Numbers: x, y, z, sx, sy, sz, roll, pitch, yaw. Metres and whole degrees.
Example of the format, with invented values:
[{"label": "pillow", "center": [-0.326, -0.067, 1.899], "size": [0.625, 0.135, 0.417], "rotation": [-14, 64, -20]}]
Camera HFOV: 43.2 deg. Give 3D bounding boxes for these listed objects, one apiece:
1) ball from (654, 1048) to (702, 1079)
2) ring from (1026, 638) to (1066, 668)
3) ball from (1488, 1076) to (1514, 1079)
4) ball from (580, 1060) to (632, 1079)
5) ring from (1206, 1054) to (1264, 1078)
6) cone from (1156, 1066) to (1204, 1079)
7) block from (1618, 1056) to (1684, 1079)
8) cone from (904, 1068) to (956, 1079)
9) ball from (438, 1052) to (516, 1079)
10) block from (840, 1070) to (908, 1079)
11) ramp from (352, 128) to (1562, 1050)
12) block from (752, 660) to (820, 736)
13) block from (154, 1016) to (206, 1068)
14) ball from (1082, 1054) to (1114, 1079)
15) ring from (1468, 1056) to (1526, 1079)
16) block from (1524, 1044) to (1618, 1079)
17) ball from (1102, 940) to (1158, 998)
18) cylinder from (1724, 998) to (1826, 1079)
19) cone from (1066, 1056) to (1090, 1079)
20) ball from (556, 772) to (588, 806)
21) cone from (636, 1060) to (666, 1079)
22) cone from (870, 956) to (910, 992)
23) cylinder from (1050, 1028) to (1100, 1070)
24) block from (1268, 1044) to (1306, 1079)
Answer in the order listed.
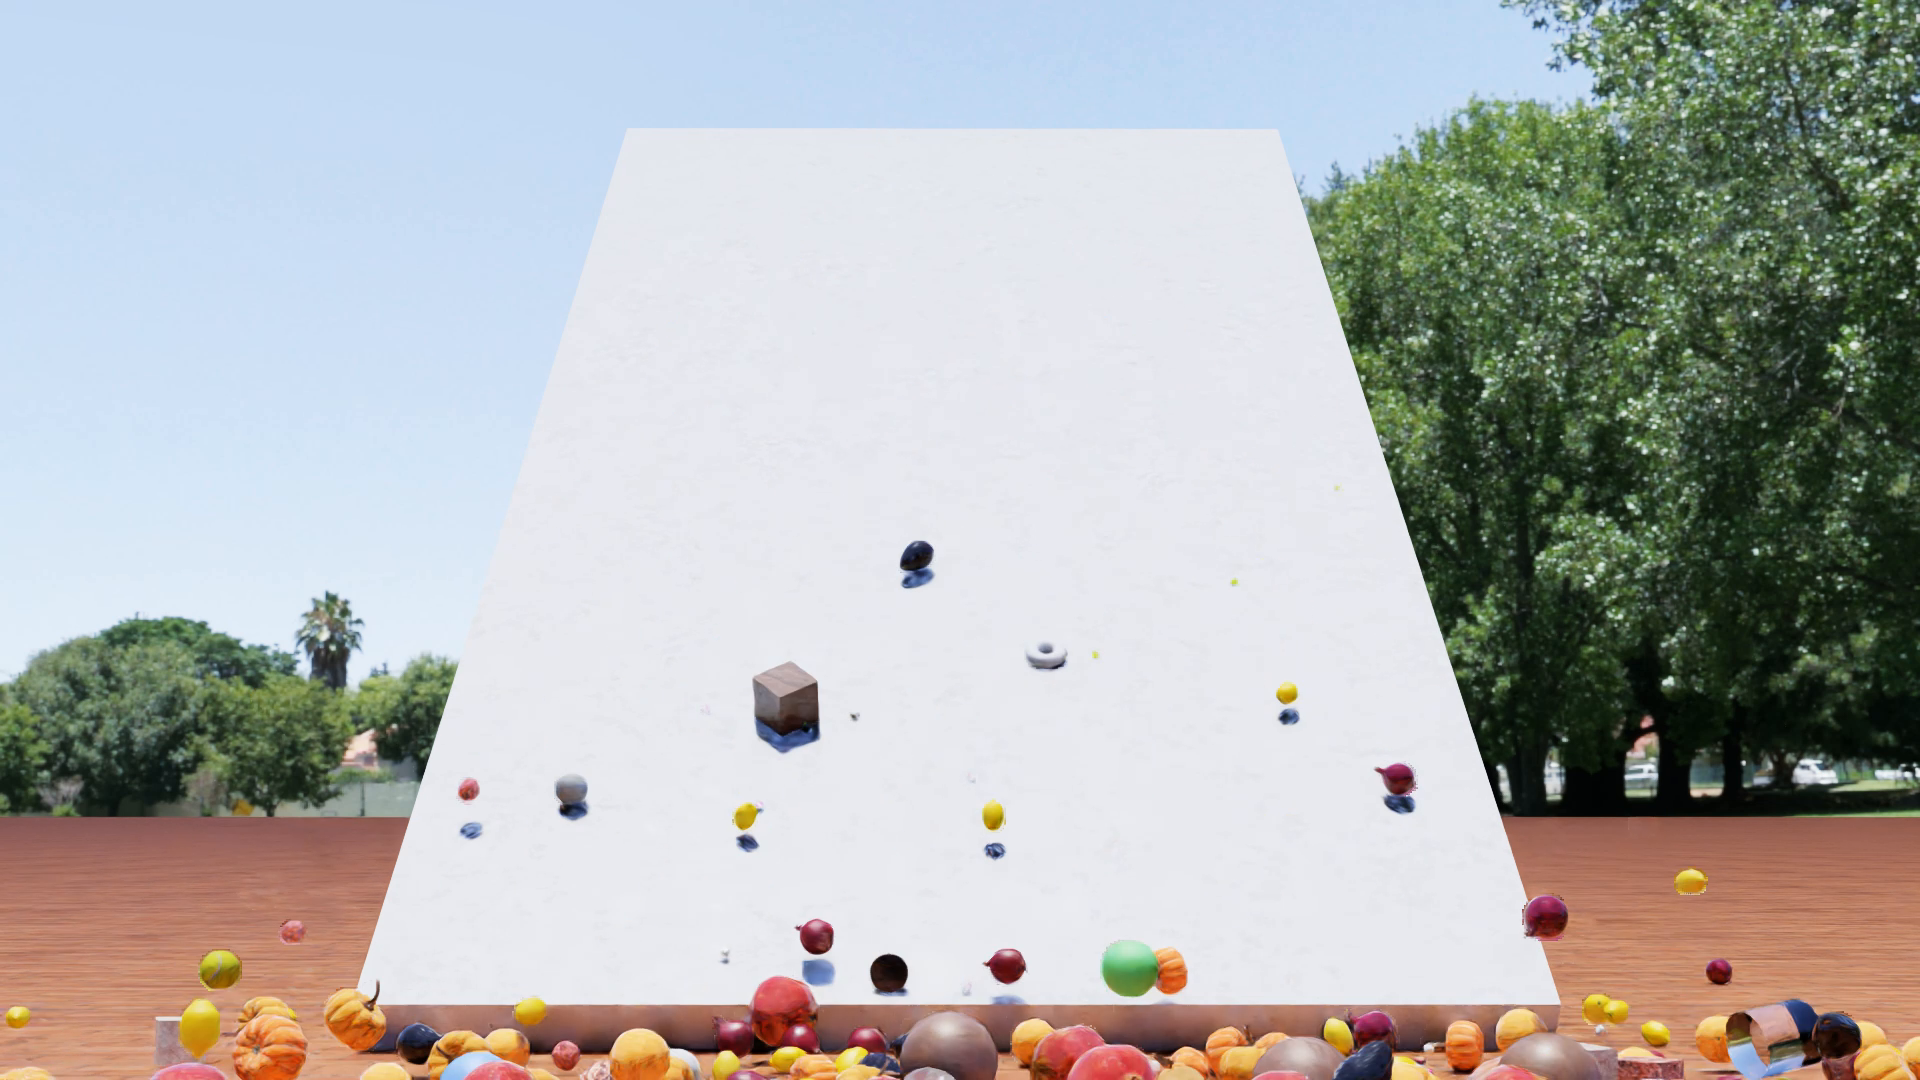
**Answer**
[{"label": "ball", "center": [-0.393, 0.739, 3.346], "size": [0.072, 0.072, 0.072], "rotation": [0, -6, 0]}, {"label": "ring", "center": [0.175, 0.229, 4.897], "size": [0.084, 0.028, 0.084], "rotation": [1, 32, 0]}, {"label": "ball", "center": [0.680, 0.707, 3.043], "size": [0.068, 0.068, 0.068], "rotation": [0, -6, 0]}, {"label": "ball", "center": [-0.464, 0.717, 3.172], "size": [0.070, 0.070, 0.070], "rotation": [0, -6, 0]}, {"label": "ring", "center": [0.415, 0.796, 3.666], "size": [0.089, 0.030, 0.089], "rotation": [1, -3, 0]}, {"label": "cone", "center": [0.290, 0.710, 2.969], "size": [0.099, 0.099, 0.099], "rotation": [-6, -35, 43]}, {"label": "block", "center": [0.911, 0.724, 3.210], "size": [0.071, 0.071, 0.071], "rotation": [-5, -8, 40]}, {"label": "cone", "center": [-0.049, 0.718, 3.023], "size": [0.092, 0.092, 0.092], "rotation": [3, -34, -22]}, {"label": "ball", "center": [-0.602, 0.688, 3.021], "size": [0.100, 0.100, 0.100], "rotation": [0, -6, 0]}, {"label": "block", "center": [-0.112, 0.718, 3.121], "size": [0.062, 0.062, 0.062], "rotation": [-5, -8, 36]}, {"label": "ramp", "center": [-0.014, -0.205, 5.756], "size": [2.000, 0.100, 4.000], "rotation": [0, 31, 0]}, {"label": "block", "center": [-0.337, 0.307, 4.698], "size": [0.091, 0.091, 0.091], "rotation": [-22, 37, -32]}, {"label": "block", "center": [-1.236, 0.795, 3.843], "size": [0.071, 0.071, 0.071], "rotation": [3, -7, -22]}, {"label": "ball", "center": [0.195, 0.763, 3.476], "size": [0.052, 0.052, 0.052], "rotation": [0, -6, 0]}, {"label": "ring", "center": [0.750, 0.752, 3.379], "size": [0.088, 0.029, 0.088], "rotation": [-24, 11, 5]}, {"label": "block", "center": [0.809, 0.715, 3.205], "size": [0.088, 0.088, 0.088], "rotation": [2, -7, -15]}, {"label": "ball", "center": [0.243, 0.613, 3.467], "size": [0.082, 0.082, 0.082], "rotation": [0, -6, 0]}, {"label": "cylinder", "center": [1.093, 0.670, 3.252], "size": [0.091, 0.091, 0.091], "rotation": [-8, -3, -20]}, {"label": "cone", "center": [0.165, 0.750, 3.391], "size": [0.059, 0.059, 0.059], "rotation": [0, -6, 0]}, {"label": "ball", "center": [-0.716, 0.459, 4.469], "size": [0.060, 0.060, 0.060], "rotation": [0, -6, 0]}, {"label": "cone", "center": [-0.382, 0.734, 3.149], "size": [0.085, 0.085, 0.085], "rotation": [26, -2, 10]}, {"label": "cone", "center": [-0.116, 0.718, 4.064], "size": [0.065, 0.065, 0.065], "rotation": [0, 8, 0]}, {"label": "cylinder", "center": [0.169, 0.751, 3.556], "size": [0.051, 0.051, 0.051], "rotation": [36, -14, -9]}, {"label": "block", "center": [0.485, 0.777, 3.602], "size": [0.052, 0.052, 0.052], "rotation": [-1, -6, 7]}]
